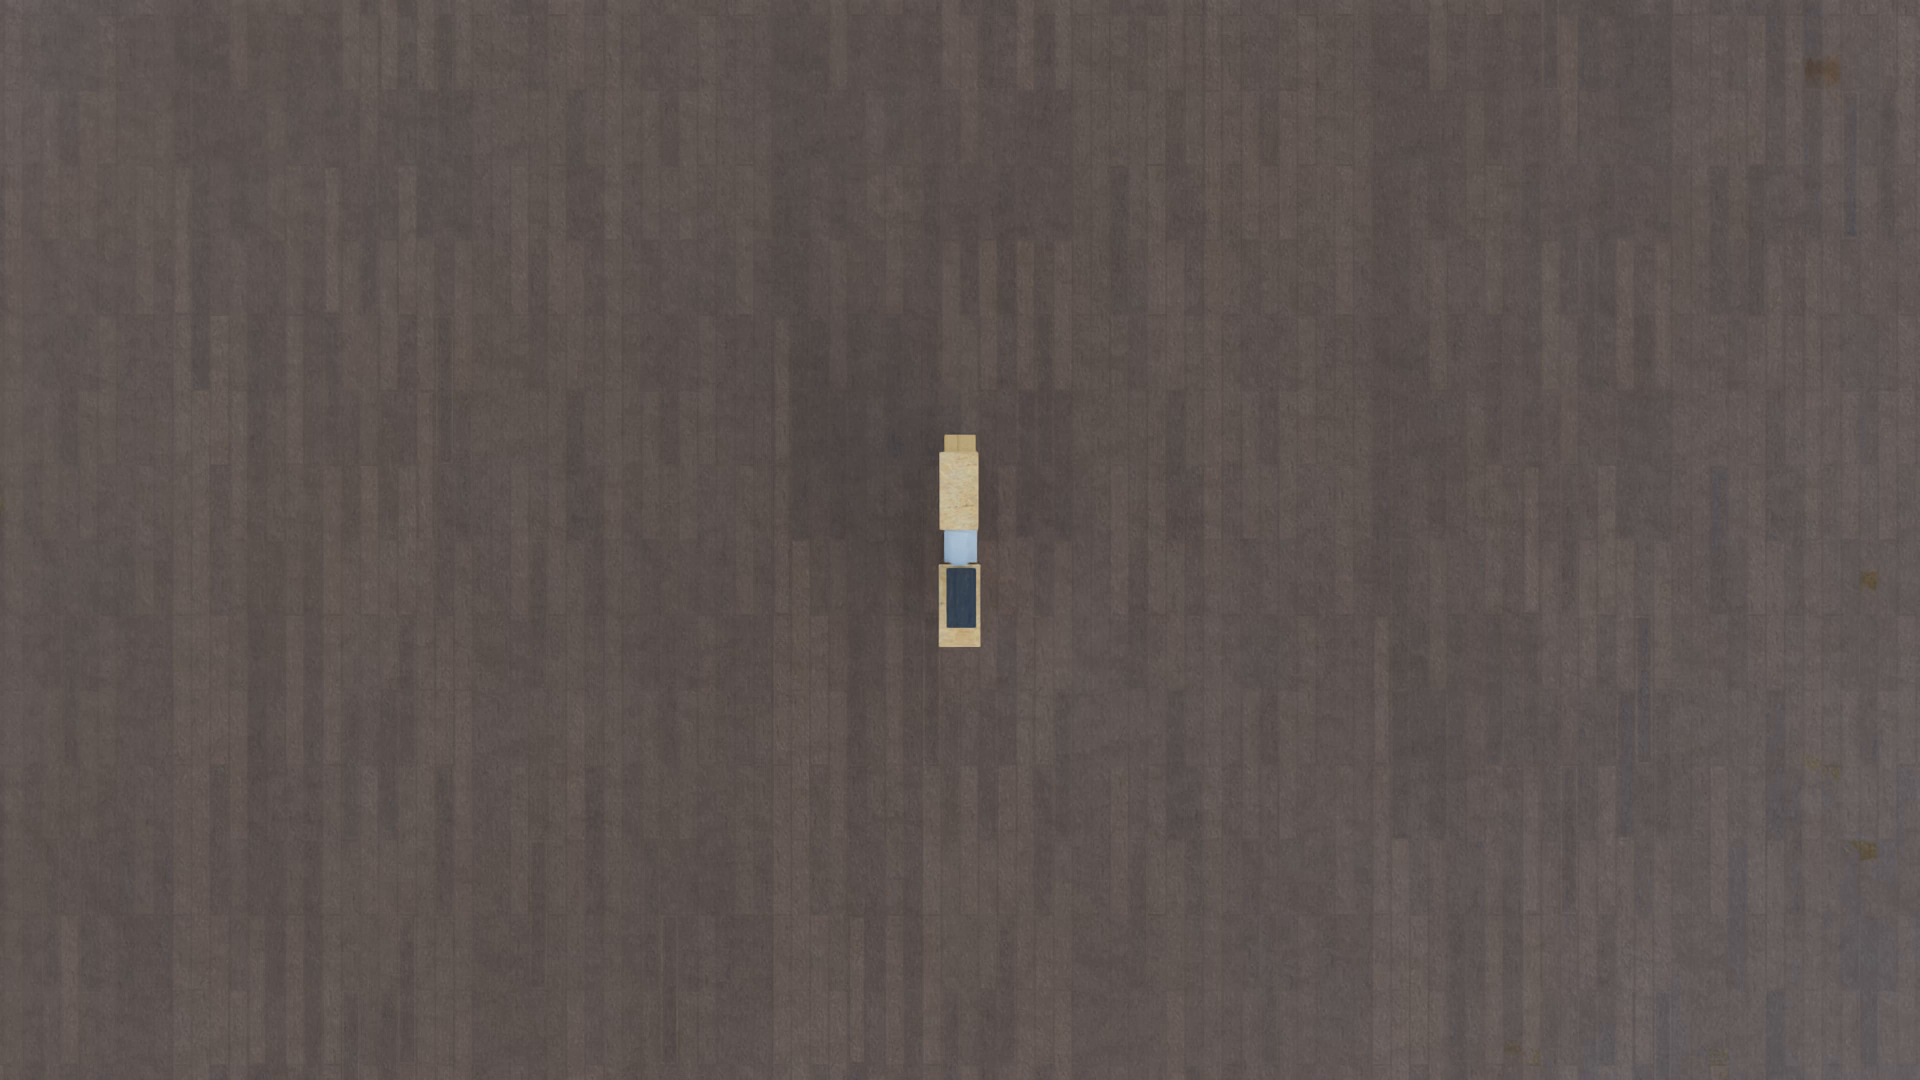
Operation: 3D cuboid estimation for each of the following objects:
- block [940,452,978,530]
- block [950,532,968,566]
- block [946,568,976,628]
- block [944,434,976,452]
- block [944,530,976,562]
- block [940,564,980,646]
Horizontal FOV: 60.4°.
[{"bbox_3d":[-0.003,-0.149,5.013,0.117,0.033,0.235,0,90,0],"label":"block"},{"bbox_3d":[-0.003,0.027,5.151,0.053,0.015,0.106,0,90,0],"label":"block"},{"bbox_3d":[0.004,0.176,5.009,0.090,0.026,0.181,0,90,0],"label":"block"},{"bbox_3d":[0.000,-0.238,5.288,0.099,0.028,0.198,0,90,0],"label":"block"},{"bbox_3d":[0.002,-0.031,5.279,0.103,0.029,0.206,0,90,0],"label":"block"},{"bbox_3d":[-0.001,0.207,5.221,0.130,0.037,0.260,0,90,0],"label":"block"}]
